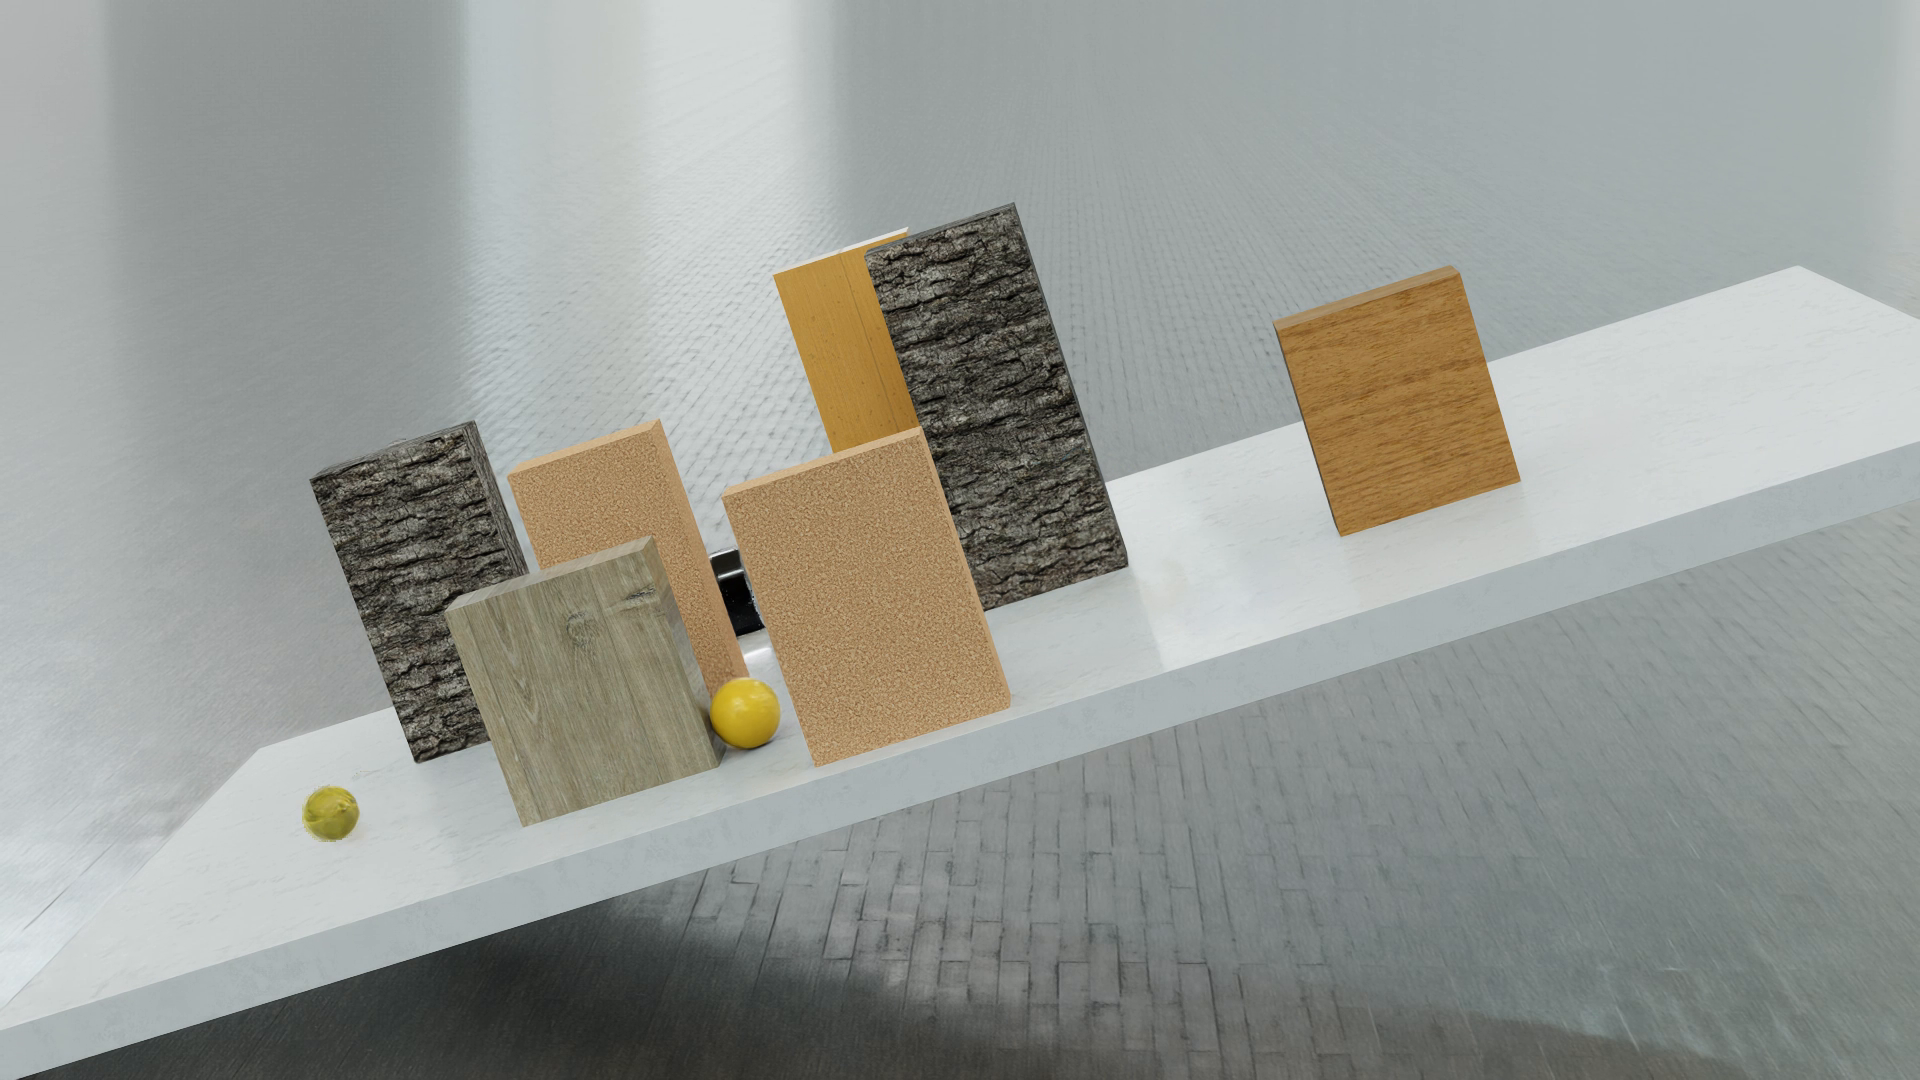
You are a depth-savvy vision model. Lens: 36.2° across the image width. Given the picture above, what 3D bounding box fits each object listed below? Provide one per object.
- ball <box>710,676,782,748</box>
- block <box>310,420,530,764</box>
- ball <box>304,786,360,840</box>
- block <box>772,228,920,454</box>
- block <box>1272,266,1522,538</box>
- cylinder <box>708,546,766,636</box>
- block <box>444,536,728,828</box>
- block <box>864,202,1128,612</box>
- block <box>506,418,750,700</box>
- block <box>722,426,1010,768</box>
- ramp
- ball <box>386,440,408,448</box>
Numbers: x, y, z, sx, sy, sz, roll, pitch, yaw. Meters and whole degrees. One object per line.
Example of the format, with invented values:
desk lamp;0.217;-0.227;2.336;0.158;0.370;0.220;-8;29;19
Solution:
ball;-0.418;0.337;5.744;0.140;0.140;0.140;0;12;0
block;-1.162;0.117;6.637;0.361;0.687;0.148;-17;11;5
ball;-1.313;0.571;6.144;0.115;0.115;0.115;0;12;0
block;-0.171;-0.348;7.159;0.336;0.749;0.121;-17;11;5
block;0.872;-0.279;5.884;0.372;0.436;0.142;-17;11;5
cylinder;-0.579;0.138;6.862;0.204;0.204;0.204;-18;11;3
block;-0.726;0.275;5.735;0.406;0.451;0.145;-17;11;5
block;0.081;-0.281;6.253;0.328;0.798;0.140;-17;11;5
block;-0.699;0.084;6.252;0.319;0.602;0.149;-17;11;5
block;-0.169;0.106;5.420;0.379;0.535;0.099;-17;11;5
ramp;0.102;0.182;6.309;4.000;0.100;2.000;-17;11;5
ball;-2.154;-0.287;11.401;0.199;0.199;0.199;0;12;0
